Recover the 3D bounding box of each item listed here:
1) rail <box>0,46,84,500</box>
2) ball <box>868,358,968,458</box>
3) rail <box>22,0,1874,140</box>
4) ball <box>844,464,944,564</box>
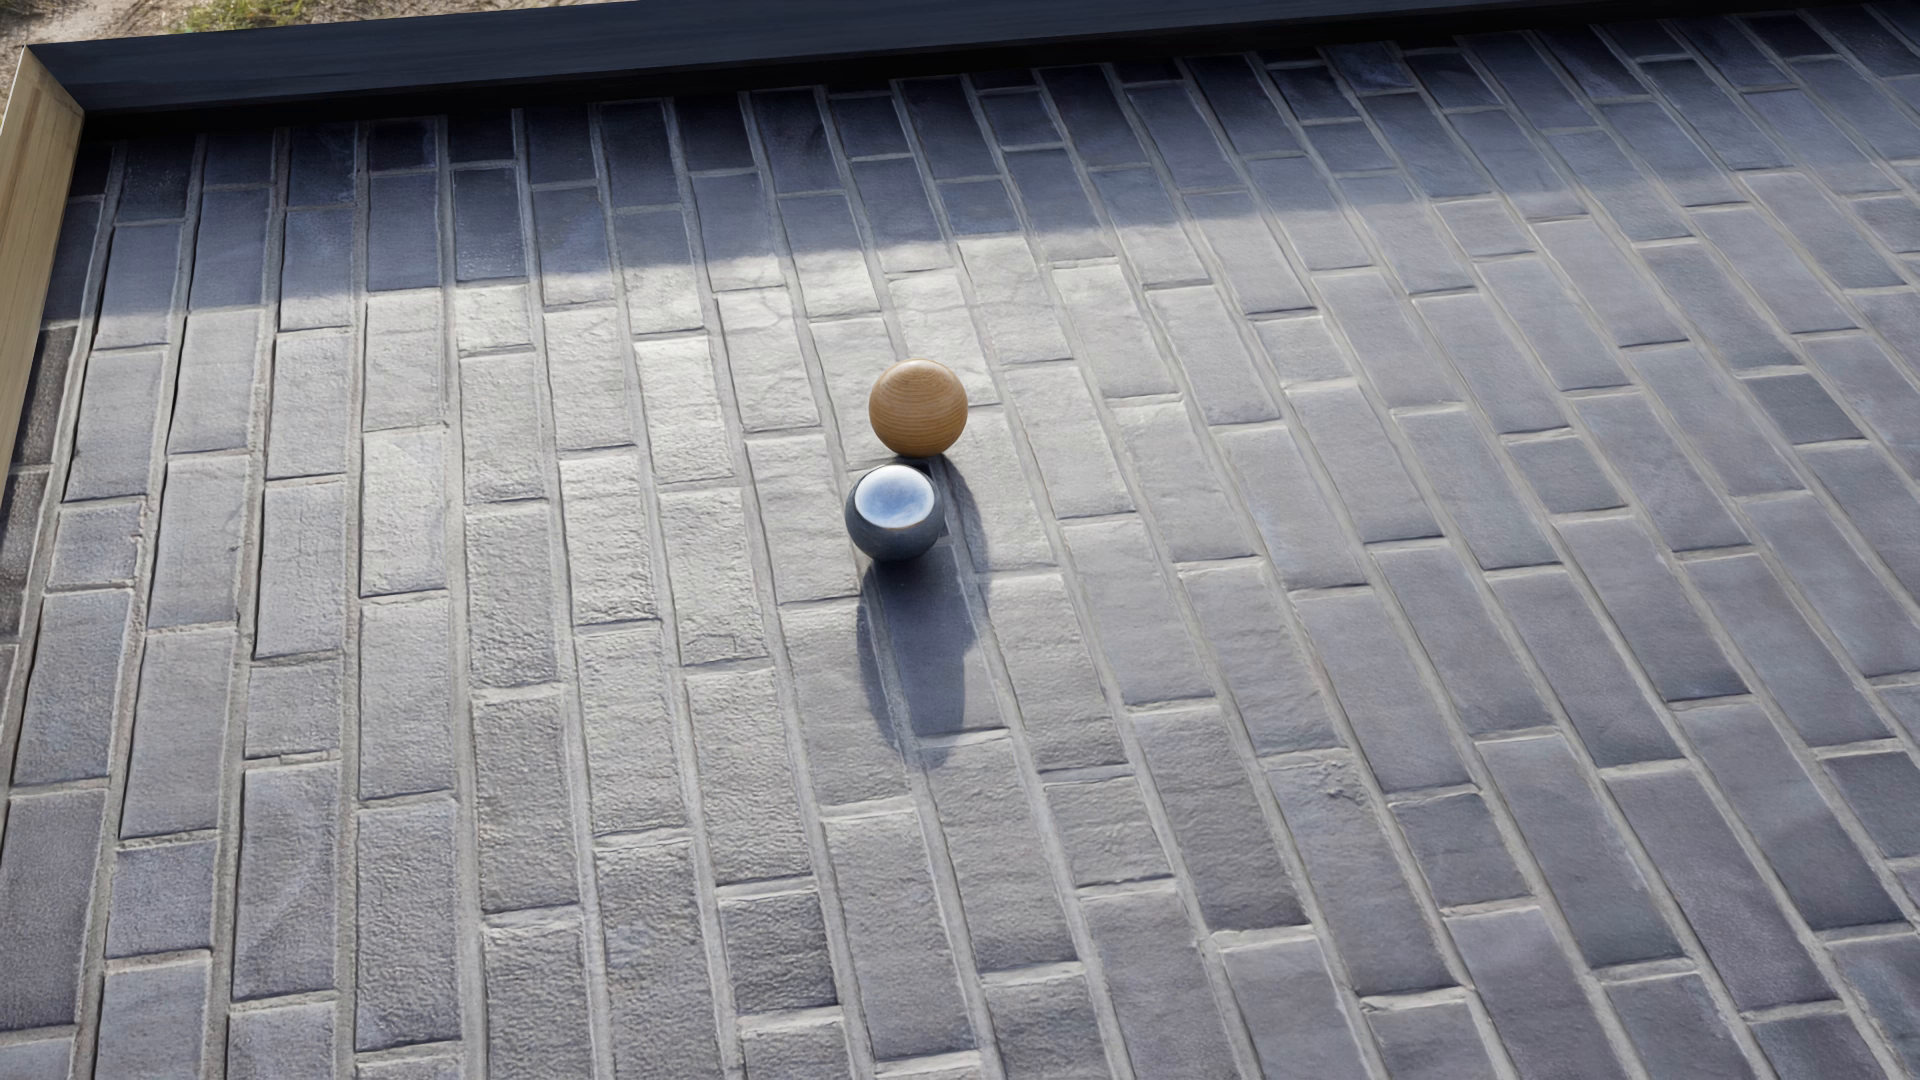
[{"bbox_3d":[-0.628,0.056,1.571,0.045,0.091,1.519,-6,36,-8],"label":"rail"},{"bbox_3d":[-0.029,-0.092,1.796,0.070,0.070,0.070,0,36,0],"label":"ball"},{"bbox_3d":[0.521,-0.500,2.346,2.645,0.091,0.045,-6,36,-8],"label":"rail"},{"bbox_3d":[-0.043,-0.017,1.695,0.066,0.066,0.066,0,36,0],"label":"ball"}]
